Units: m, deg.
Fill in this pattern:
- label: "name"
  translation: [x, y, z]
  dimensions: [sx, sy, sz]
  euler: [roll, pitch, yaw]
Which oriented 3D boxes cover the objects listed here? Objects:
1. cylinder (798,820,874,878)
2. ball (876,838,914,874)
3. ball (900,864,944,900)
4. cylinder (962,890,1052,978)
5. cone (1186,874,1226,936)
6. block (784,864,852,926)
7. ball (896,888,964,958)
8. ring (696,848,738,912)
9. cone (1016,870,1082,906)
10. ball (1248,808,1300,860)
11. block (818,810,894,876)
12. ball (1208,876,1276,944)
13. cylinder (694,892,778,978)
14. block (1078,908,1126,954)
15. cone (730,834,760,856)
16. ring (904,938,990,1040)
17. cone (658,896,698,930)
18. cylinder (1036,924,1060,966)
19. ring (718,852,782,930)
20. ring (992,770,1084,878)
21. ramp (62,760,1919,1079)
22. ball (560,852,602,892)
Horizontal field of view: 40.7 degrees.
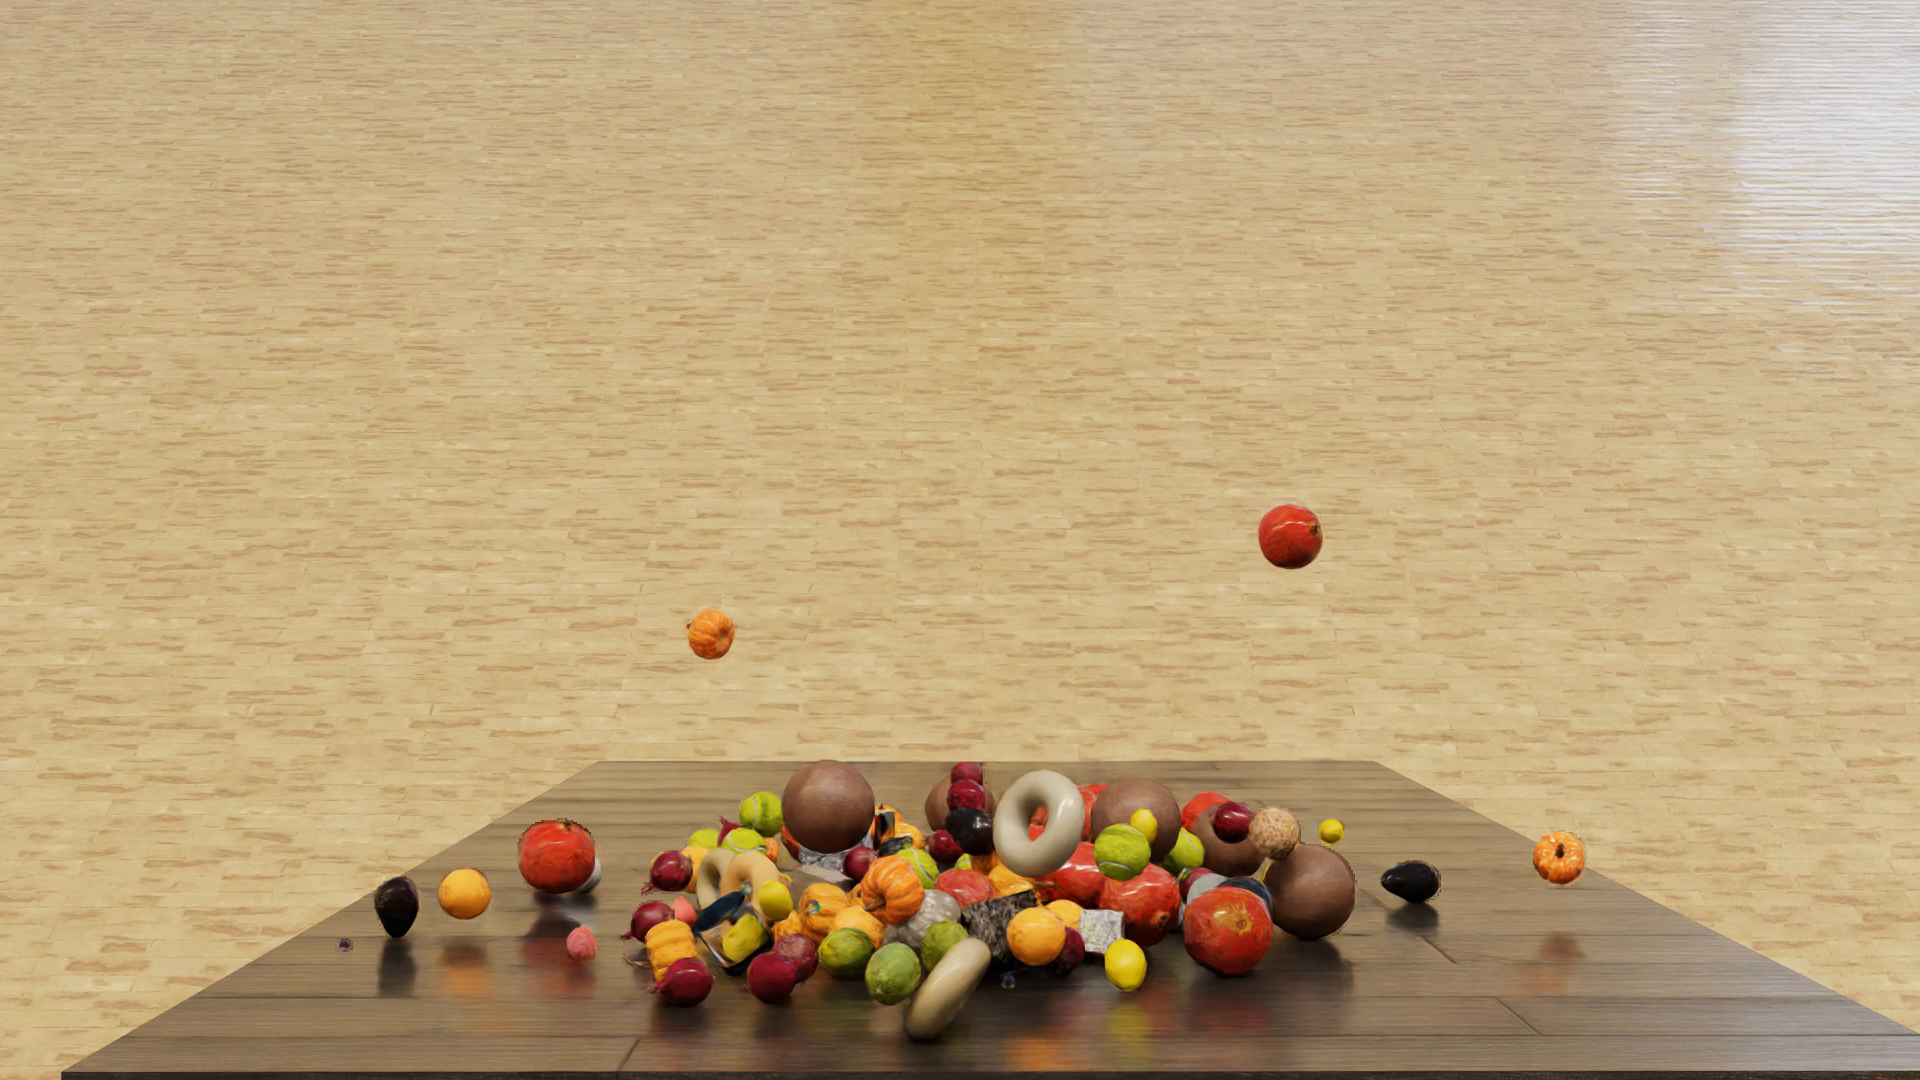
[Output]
- label: "cylinder"
  translation: [-0.202, 0.509, 4.232]
  dimensions: [0.096, 0.096, 0.096]
  euler: [11, 3, 17]
- label: "ball"
  translation: [-0.108, 0.520, 4.265]
  dimensions: [0.062, 0.062, 0.062]
  euler: [0, 31, 0]
- label: "ball"
  translation: [-0.058, 0.523, 3.917]
  dimensions: [0.066, 0.066, 0.066]
  euler: [0, 31, 0]
- label: "cylinder"
  translation: [0.058, 0.495, 3.254]
  dimensions: [0.093, 0.093, 0.093]
  euler: [-14, 32, -3]
- label: "cone"
  translation: [0.335, 0.508, 3.536]
  dimensions: [0.085, 0.085, 0.085]
  euler: [6, 68, -14]
- label: "block"
  translation: [-0.205, 0.515, 3.756]
  dimensions: [0.065, 0.065, 0.065]
  euler: [17, 5, 21]
- label: "ball"
  translation: [-0.037, 0.481, 3.248]
  dimensions: [0.086, 0.086, 0.086]
  euler: [0, 31, 0]
- label: "ring"
  translation: [-0.337, 0.486, 3.646]
  dimensions: [0.035, 0.105, 0.105]
  euler: [6, 23, -36]
- label: "cone"
  translation: [0.147, 0.534, 3.931]
  dimensions: [0.093, 0.093, 0.093]
  euler: [29, 29, -12]
- label: "ball"
  translation: [0.429, 0.401, 3.539]
  dimensions: [0.069, 0.069, 0.069]
  euler: [0, 31, 0]
- label: "block"
  translation: [-0.171, 0.507, 4.336]
  dimensions: [0.098, 0.098, 0.098]
  euler: [-2, -1, 17]
- label: "ball"
  translation: [0.375, 0.493, 3.449]
  dimensions: [0.091, 0.091, 0.091]
  euler: [0, 31, 0]
- label: "cylinder"
  translation: [-0.283, 0.498, 3.269]
  dimensions: [0.077, 0.077, 0.077]
  euler: [-30, 18, 11]
- label: "block"
  translation: [0.186, 0.513, 3.399]
  dimensions: [0.055, 0.055, 0.055]
  euler: [1, -8, 8]
- label: "cone"
  translation: [-0.362, 0.546, 4.475]
  dimensions: [0.054, 0.054, 0.054]
  euler: [-13, 32, -21]
- label: "ring"
  translation: [-0.014, 0.496, 2.861]
  dimensions: [0.043, 0.130, 0.130]
  euler: [36, 41, 10]
- label: "cone"
  translation: [-0.409, 0.542, 3.685]
  dimensions: [0.052, 0.052, 0.052]
  euler: [-29, 41, -29]
- label: "cylinder"
  translation: [0.100, 0.527, 3.368]
  dimensions: [0.053, 0.053, 0.053]
  euler: [0, 30, 14]
- label: "ring"
  translation: [-0.277, 0.469, 3.414]
  dimensions: [0.039, 0.117, 0.117]
  euler: [10, 19, -40]
- label: "ring"
  translation: [0.096, 0.350, 3.190]
  dimensions: [0.045, 0.136, 0.136]
  euler: [26, 10, -42]
- label: "ramp"
  translation: [0.069, 0.609, 4.679]
  dimensions: [2.000, 0.100, 4.000]
  euler: [0, 0, 0]
- label: "ball"
  translation: [-0.598, 0.525, 4.089]
  dimensions: [0.065, 0.065, 0.065]
  euler: [0, 31, 0]
